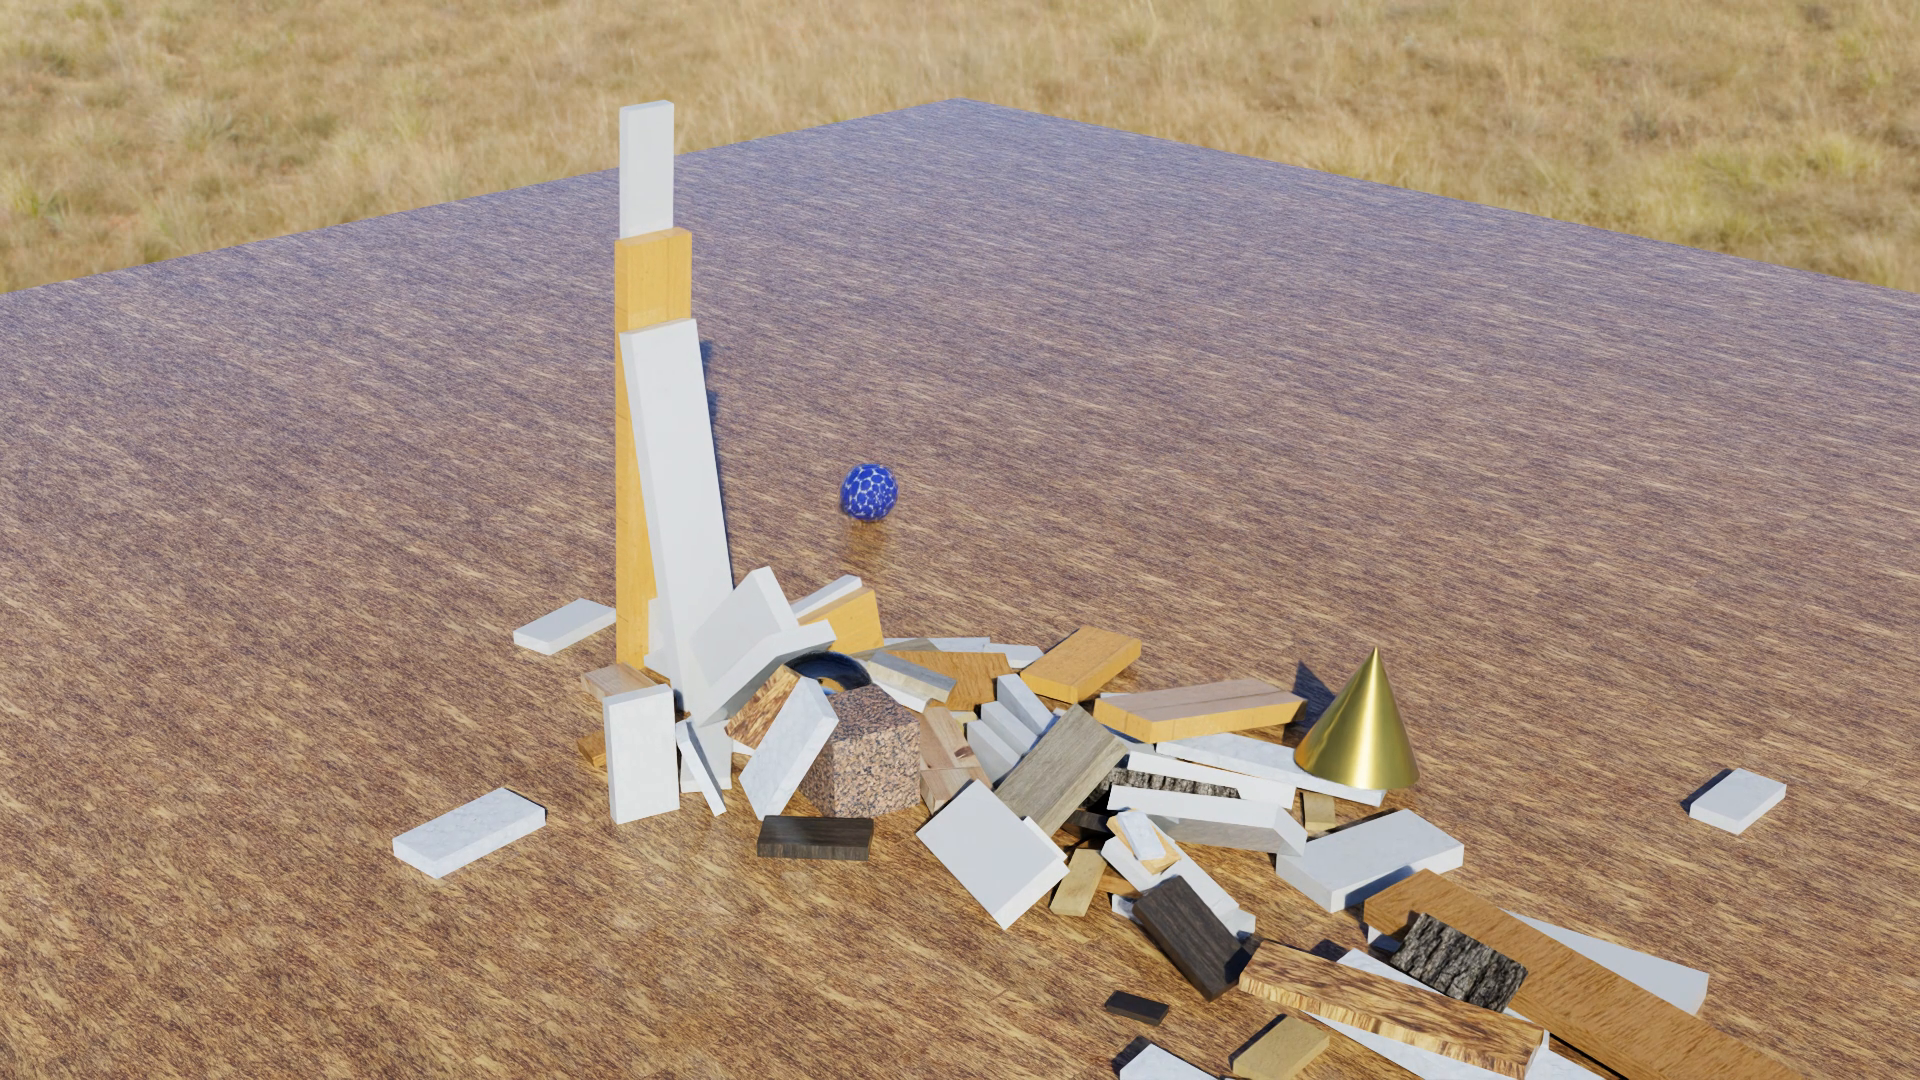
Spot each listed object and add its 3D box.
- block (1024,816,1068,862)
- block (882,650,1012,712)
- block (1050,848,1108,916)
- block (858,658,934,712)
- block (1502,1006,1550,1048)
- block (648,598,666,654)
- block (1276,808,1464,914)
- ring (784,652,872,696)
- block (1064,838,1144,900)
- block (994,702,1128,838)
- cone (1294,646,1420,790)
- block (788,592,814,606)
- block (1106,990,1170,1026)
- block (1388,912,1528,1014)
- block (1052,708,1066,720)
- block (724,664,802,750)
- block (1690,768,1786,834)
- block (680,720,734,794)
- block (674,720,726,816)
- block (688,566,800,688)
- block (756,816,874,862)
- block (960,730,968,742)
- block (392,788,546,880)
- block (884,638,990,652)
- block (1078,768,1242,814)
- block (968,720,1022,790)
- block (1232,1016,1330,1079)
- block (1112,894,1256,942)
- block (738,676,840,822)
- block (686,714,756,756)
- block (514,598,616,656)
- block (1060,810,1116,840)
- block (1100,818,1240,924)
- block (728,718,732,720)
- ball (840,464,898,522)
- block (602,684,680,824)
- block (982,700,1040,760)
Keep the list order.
[{"bbox_3d":[0.162,0.570,4.179,0.106,0.015,0.053,45,-6,10],"label":"block"},{"bbox_3d":[-0.029,0.309,4.813,0.293,0.042,0.147,2,38,-17],"label":"block"},{"bbox_3d":[0.225,0.642,4.123,0.068,0.019,0.136,-2,46,38],"label":"block"},{"bbox_3d":[-0.149,0.310,4.685,0.185,0.026,0.092,22,16,9],"label":"block"},{"bbox_3d":[0.853,0.818,3.777,0.307,0.043,0.153,6,24,14],"label":"block"},{"bbox_3d":[-0.673,0.206,5.053,0.085,0.171,0.024,-20,36,-39],"label":"block"},{"bbox_3d":[0.792,0.617,4.248,0.328,0.047,0.164,-13,26,-28],"label":"block"},{"bbox_3d":[-0.302,0.359,4.579,0.280,0.280,0.093,-12,31,-27],"label":"ring"},{"bbox_3d":[0.305,0.625,4.173,0.240,0.034,0.120,7,22,44],"label":"block"},{"bbox_3d":[0.168,0.484,4.294,0.328,0.046,0.164,-48,34,-2],"label":"block"},{"bbox_3d":[0.832,0.338,4.499,0.261,0.261,0.261,6,16,-2],"label":"cone"},{"bbox_3d":[-0.387,0.233,4.991,0.047,0.167,0.334,13,26,43],"label":"block"},{"bbox_3d":[0.309,0.815,3.823,0.097,0.014,0.049,11,26,25],"label":"block"},{"bbox_3d":[0.859,0.737,3.794,0.217,0.031,0.108,25,72,46],"label":"block"},{"bbox_3d":[0.202,0.410,4.768,0.072,0.020,0.143,16,28,31],"label":"block"},{"bbox_3d":[-0.382,0.341,4.443,0.091,0.183,0.026,33,15,-39],"label":"block"},{"bbox_3d":[1.583,0.530,4.473,0.104,0.030,0.209,21,30,40],"label":"block"},{"bbox_3d":[-0.530,0.453,4.614,0.103,0.029,0.206,-5,31,-2],"label":"block"},{"bbox_3d":[-0.526,0.461,4.446,0.026,0.183,0.091,-24,26,-2],"label":"block"},{"bbox_3d":[-0.461,0.208,4.697,0.047,0.330,0.165,-16,71,-40],"label":"block"},{"bbox_3d":[-0.284,0.588,4.336,0.218,0.031,0.109,2,23,4],"label":"block"},{"bbox_3d":[0.026,0.421,4.698,0.050,0.014,0.101,-21,55,-41],"label":"block"},{"bbox_3d":[-0.969,0.577,4.351,0.134,0.038,0.268,18,29,37],"label":"block"},{"bbox_3d":[-0.082,0.277,5.052,0.305,0.043,0.153,0,23,-1],"label":"block"},{"bbox_3d":[0.387,0.511,4.355,0.343,0.171,0.049,8,69,18],"label":"block"},{"bbox_3d":[0.077,0.466,4.522,0.031,0.109,0.218,-11,25,-24],"label":"block"},{"bbox_3d":[0.540,0.863,3.697,0.084,0.024,0.167,18,29,37],"label":"block"},{"bbox_3d":[0.414,0.693,4.083,0.240,0.034,0.120,19,30,38],"label":"block"},{"bbox_3d":[-0.345,0.421,4.414,0.038,0.268,0.134,18,24,-35],"label":"block"},{"bbox_3d":[-0.496,0.415,4.746,0.206,0.029,0.103,9,25,21],"label":"block"},{"bbox_3d":[-0.939,0.205,5.236,0.114,0.032,0.229,15,27,31],"label":"block"},{"bbox_3d":[0.286,0.564,4.257,0.218,0.031,0.109,8,-22,44],"label":"block"},{"bbox_3d":[0.386,0.624,4.049,0.120,0.034,0.240,-20,51,-40],"label":"block"},{"bbox_3d":[-0.426,0.382,4.760,0.070,0.020,0.139,19,29,37],"label":"block"},{"bbox_3d":[-0.242,-0.124,5.857,0.154,0.154,0.154,0,23,0],"label":"ball"},{"bbox_3d":[-0.638,0.429,4.406,0.134,0.268,0.038,-12,26,-26],"label":"block"},{"bbox_3d":[0.122,0.451,4.523,0.039,0.136,0.273,-11,25,-24],"label":"block"}]
